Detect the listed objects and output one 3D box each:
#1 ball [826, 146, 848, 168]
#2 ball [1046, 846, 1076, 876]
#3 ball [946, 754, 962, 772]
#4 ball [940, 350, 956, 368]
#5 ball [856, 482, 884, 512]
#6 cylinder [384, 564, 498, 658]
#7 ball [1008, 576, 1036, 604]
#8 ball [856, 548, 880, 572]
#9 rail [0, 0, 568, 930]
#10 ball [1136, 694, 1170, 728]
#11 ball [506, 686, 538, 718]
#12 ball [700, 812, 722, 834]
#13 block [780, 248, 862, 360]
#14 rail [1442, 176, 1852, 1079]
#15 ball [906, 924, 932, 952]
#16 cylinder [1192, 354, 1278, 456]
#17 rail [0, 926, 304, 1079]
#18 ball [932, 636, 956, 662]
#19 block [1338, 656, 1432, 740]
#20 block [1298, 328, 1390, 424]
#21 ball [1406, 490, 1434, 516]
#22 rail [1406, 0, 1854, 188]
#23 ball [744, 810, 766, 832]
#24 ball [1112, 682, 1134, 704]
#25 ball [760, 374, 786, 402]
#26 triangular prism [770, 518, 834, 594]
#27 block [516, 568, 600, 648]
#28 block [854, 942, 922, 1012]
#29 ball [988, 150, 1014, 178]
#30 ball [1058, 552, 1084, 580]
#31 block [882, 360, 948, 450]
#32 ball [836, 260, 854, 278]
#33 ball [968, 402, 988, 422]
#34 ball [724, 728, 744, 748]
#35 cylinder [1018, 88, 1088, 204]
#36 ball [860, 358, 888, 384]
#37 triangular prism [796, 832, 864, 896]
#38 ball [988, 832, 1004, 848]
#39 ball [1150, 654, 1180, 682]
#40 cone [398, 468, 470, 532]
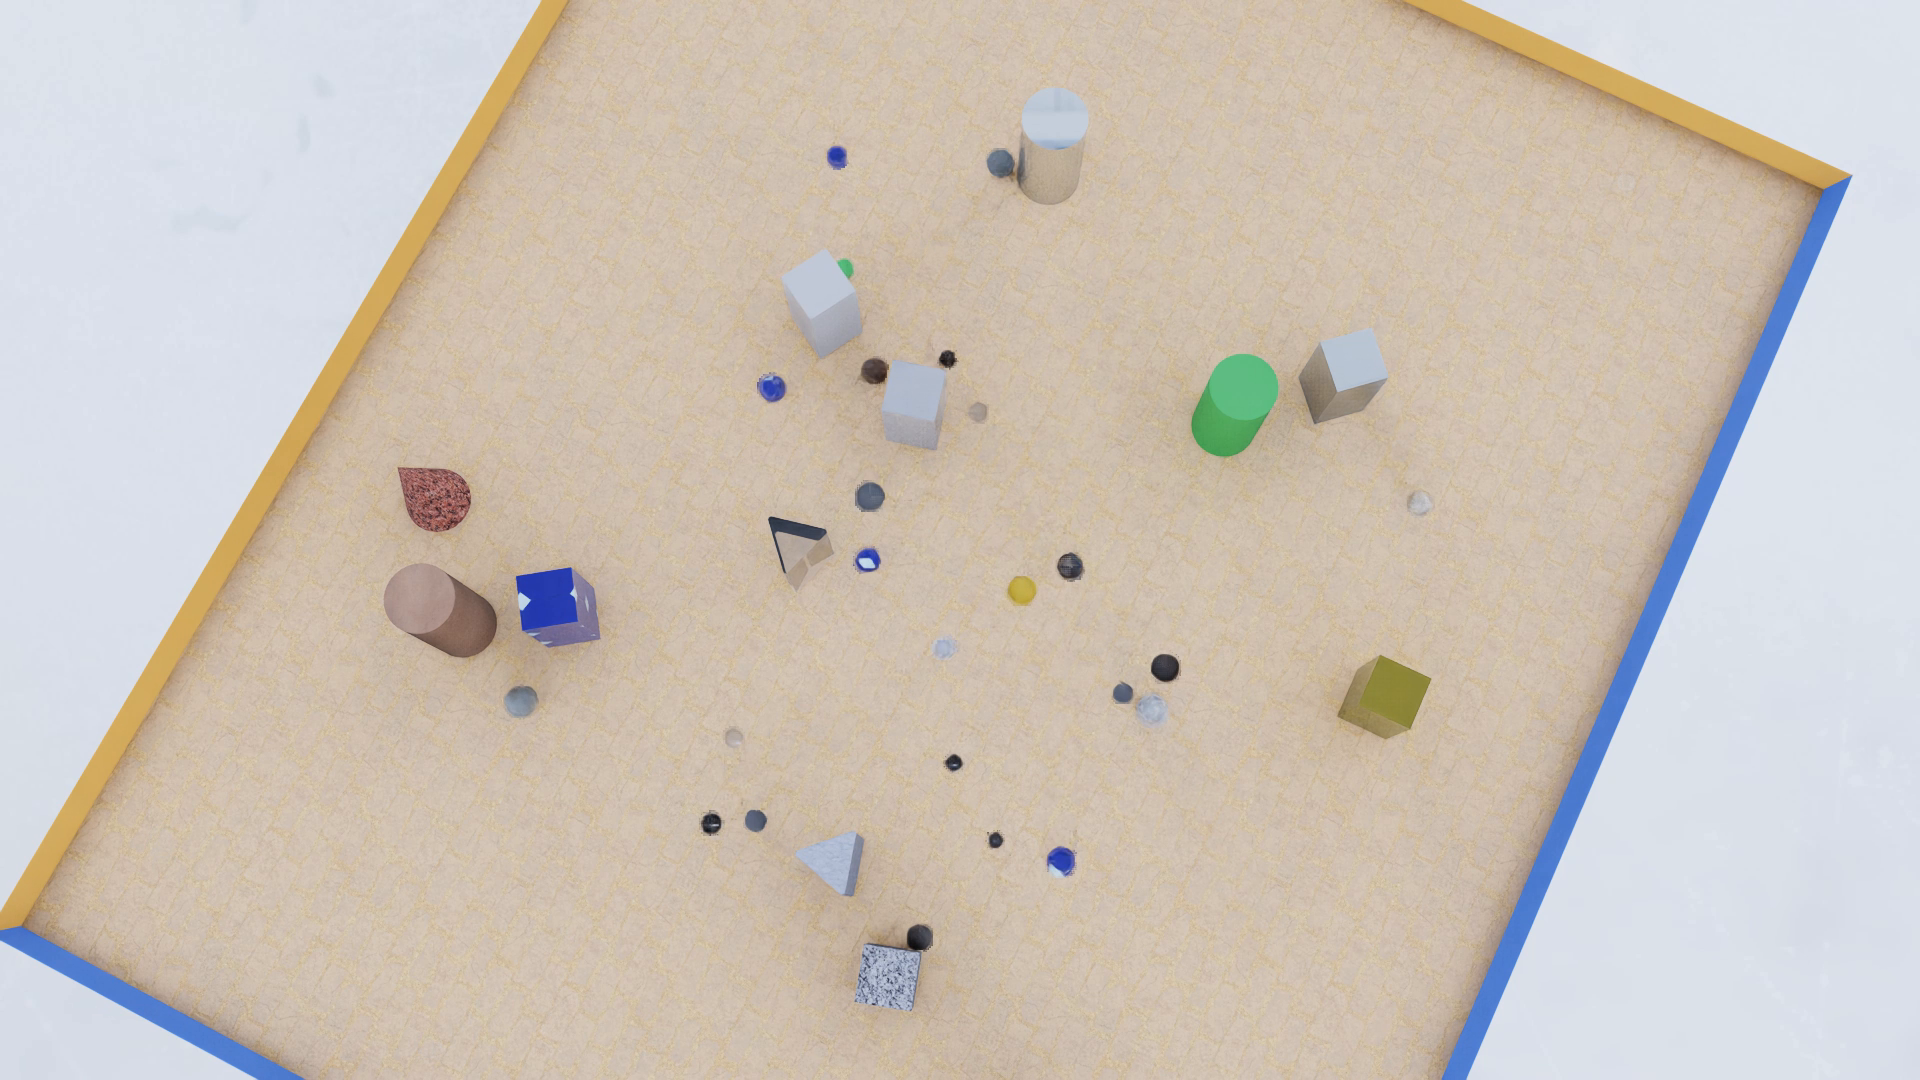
[{"bbox_3d":[-0.391,-1.222,5.834,0.069,0.069,0.069,0,78,0],"label":"ball"},{"bbox_3d":[0.297,0.943,5.377,0.086,0.086,0.086,0,78,0],"label":"ball"},{"bbox_3d":[-0.017,0.664,5.453,0.051,0.051,0.051,0,78,0],"label":"ball"},{"bbox_3d":[-0.038,-0.564,5.707,0.053,0.053,0.053,0,78,0],"label":"ball"},{"bbox_3d":[-0.274,-0.132,5.599,0.087,0.087,0.087,0,78,0],"label":"ball"},{"bbox_3d":[-1.505,0.210,5.332,0.200,0.472,0.200,0,78,0],"label":"cylinder"},{"bbox_3d":[0.188,0.152,5.540,0.089,0.089,0.089,0,78,0],"label":"ball"},{"bbox_3d":[-0.279,0.062,5.565,0.075,0.075,0.075,0,78,0],"label":"ball"},{"bbox_3d":[-1.746,-0.848,5.725,0.045,0.130,4.565,26,80,5],"label":"rail"},{"bbox_3d":[0.574,0.511,5.460,0.100,0.100,0.100,0,78,0],"label":"ball"},{"bbox_3d":[-1.308,0.481,5.468,0.096,0.096,0.096,0,78,0],"label":"ball"},{"bbox_3d":[-0.732,0.838,5.410,0.064,0.064,0.064,0,78,0],"label":"ball"},{"bbox_3d":[-0.416,-0.713,5.566,0.160,0.387,0.160,-34,80,-7],"label":"block"},{"bbox_3d":[1.746,0.862,5.371,0.045,0.130,4.565,26,80,5],"label":"rail"},{"bbox_3d":[-0.119,1.159,5.338,0.075,0.075,0.075,0,78,0],"label":"ball"},{"bbox_3d":[0.818,-0.398,5.483,0.200,0.423,0.200,0,78,0],"label":"cylinder"},{"bbox_3d":[-1.010,1.985,5.138,3.952,0.130,0.045,26,80,5],"label":"rail"},{"bbox_3d":[-0.049,0.327,5.510,0.075,0.075,0.075,0,78,0],"label":"ball"},{"bbox_3d":[1.239,0.463,5.365,0.160,0.305,0.160,25,79,5],"label":"block"},{"bbox_3d":[1.155,-0.492,5.536,0.160,0.357,0.160,-16,79,-3],"label":"block"},{"bbox_3d":[1.406,-0.115,5.599,0.081,0.081,0.081,0,78,0],"label":"ball"},{"bbox_3d":[1.010,-1.971,5.958,3.952,0.130,0.045,26,80,5],"label":"rail"},{"bbox_3d":[-0.604,0.829,5.412,0.065,0.065,0.065,0,78,0],"label":"ball"},{"bbox_3d":[0.488,0.458,5.491,0.060,0.060,0.060,0,78,0],"label":"ball"},{"bbox_3d":[-0.579,-0.468,5.671,0.084,0.084,0.084,0,78,0],"label":"ball"},{"bbox_3d":[-0.498,0.018,5.447,0.150,0.326,0.173,43,81,8],"label":"triangular prism"},{"bbox_3d":[-1.181,0.202,5.402,0.160,0.339,0.160,-9,78,-2],"label":"block"},{"bbox_3d":[-0.202,1.243,5.223,0.160,0.266,0.160,9,78,2],"label":"block"},{"bbox_3d":[0.130,-1.195,5.820,0.087,0.087,0.087,0,78,0],"label":"ball"},{"bbox_3d":[0.336,0.079,5.559,0.081,0.081,0.081,0,78,0],"label":"ball"},{"bbox_3d":[-0.135,-0.403,5.527,0.160,0.340,0.160,12,79,2],"label":"block"},{"bbox_3d":[-0.369,-0.849,5.758,0.067,0.067,0.067,0,78,0],"label":"ball"},{"bbox_3d":[0.055,-0.394,5.667,0.062,0.062,0.062,0,78,0],"label":"ball"},{"bbox_3d":[-0.675,0.591,5.465,0.057,0.057,0.057,0,78,0],"label":"ball"},{"bbox_3d":[0.282,-1.208,5.648,0.200,0.428,0.200,0,78,0],"label":"cylinder"},{"bbox_3d":[-0.267,-0.524,5.684,0.081,0.081,0.081,0,78,0],"label":"ball"},{"bbox_3d":[-0.335,0.896,5.208,0.173,0.436,0.150,40,81,8],"label":"triangular prism"},{"bbox_3d":[0.105,0.887,5.409,0.046,0.046,0.046,0,78,0],"label":"ball"},{"bbox_3d":[0.615,0.383,5.493,0.087,0.087,0.087,0,78,0],"label":"ball"},{"bbox_3d":[-1.605,-0.165,5.435,0.200,0.423,0.200,0,78,0],"label":"cone"}]
